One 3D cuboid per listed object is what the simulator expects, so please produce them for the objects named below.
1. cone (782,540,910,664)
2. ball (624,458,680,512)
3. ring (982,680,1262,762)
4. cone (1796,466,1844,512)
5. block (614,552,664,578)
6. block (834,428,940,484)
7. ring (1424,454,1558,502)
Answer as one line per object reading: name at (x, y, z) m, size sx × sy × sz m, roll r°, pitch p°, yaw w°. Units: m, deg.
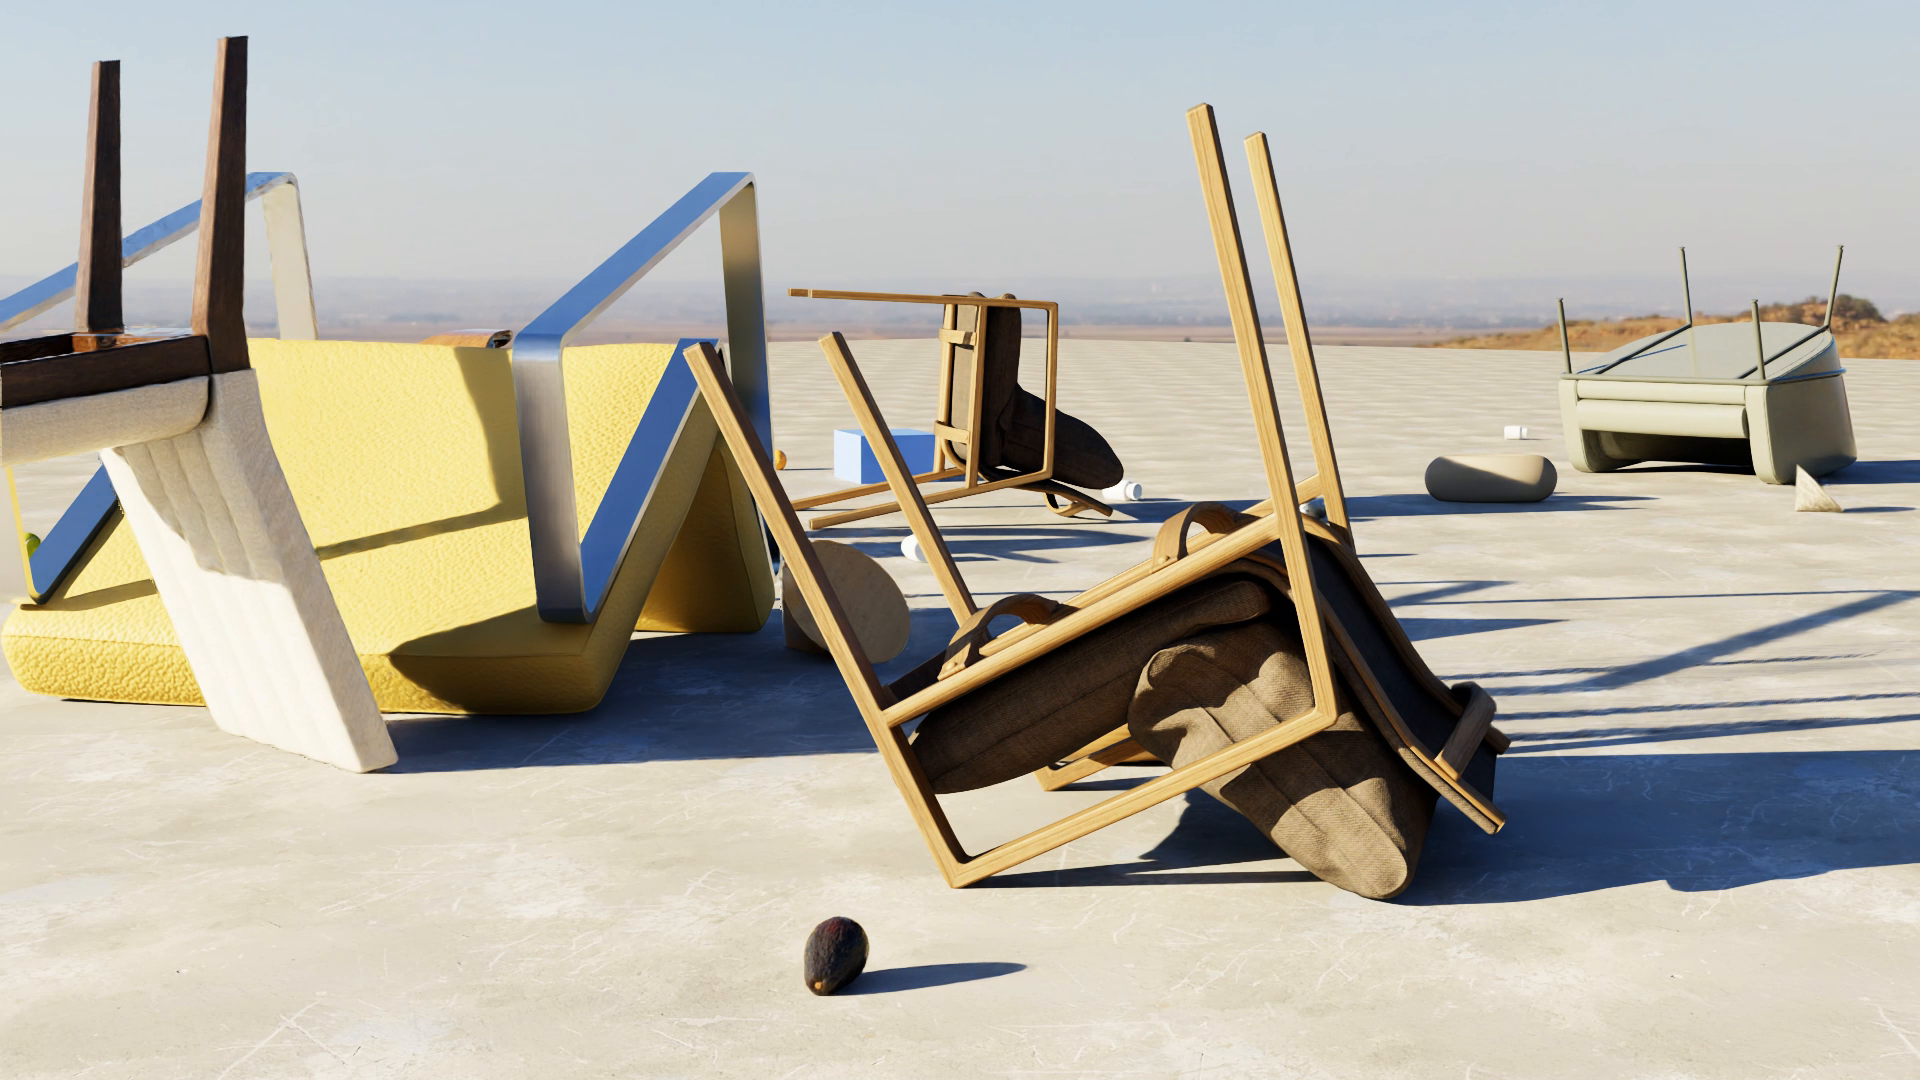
cone at (-0.252, 0.147, 4.481) m, size 0.256 × 0.199 × 0.256 m, roll 37°, pitch -32°, yaw -12°
ball at (-0.859, -0.153, 7.149) m, size 0.154 × 0.154 × 0.154 m, roll 0°, pitch 6°, yaw 0°
ring at (0.227, 0.253, 3.601) m, size 0.407 × 0.075 × 0.349 m, roll -3°, pitch 6°, yaw -26°
cone at (2.373, -0.112, 7.180) m, size 0.188 × 0.094 × 0.181 m, roll 32°, pitch 19°, yaw -45°
block at (-0.708, 0.054, 5.664) m, size 0.066 × 0.045 × 0.105 m, roll 3°, pitch 7°, yaw 25°
block at (-0.240, -0.273, 8.318) m, size 0.259 × 0.153 × 0.331 m, roll -2°, pitch 6°, yaw -17°
ring at (1.554, -0.180, 7.513) m, size 0.382 × 0.137 × 0.188 m, roll 0°, pitch 4°, yaw 9°
